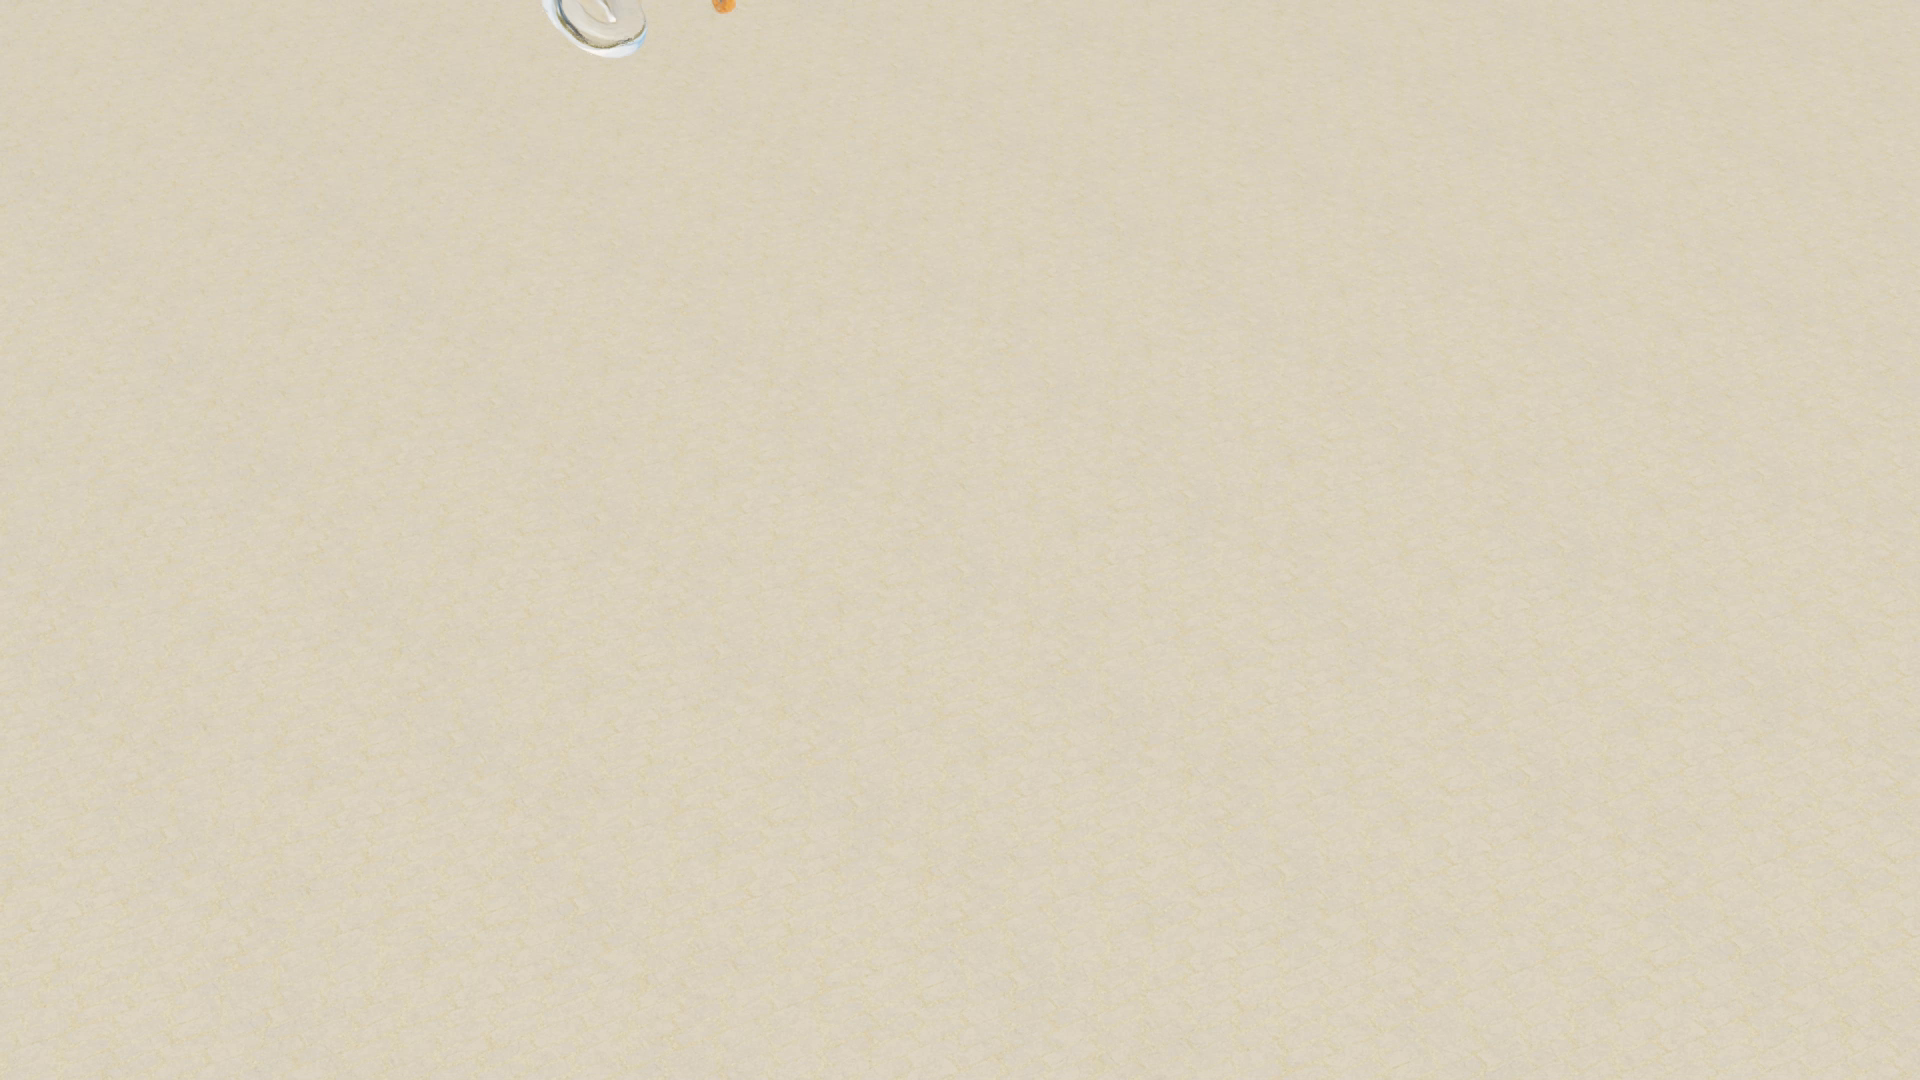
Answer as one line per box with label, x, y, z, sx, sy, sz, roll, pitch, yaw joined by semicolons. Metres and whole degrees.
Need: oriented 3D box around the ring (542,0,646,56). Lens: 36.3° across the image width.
ring;-1.134;-1.645;9.084;0.381;0.101;0.299;26;54;-31
